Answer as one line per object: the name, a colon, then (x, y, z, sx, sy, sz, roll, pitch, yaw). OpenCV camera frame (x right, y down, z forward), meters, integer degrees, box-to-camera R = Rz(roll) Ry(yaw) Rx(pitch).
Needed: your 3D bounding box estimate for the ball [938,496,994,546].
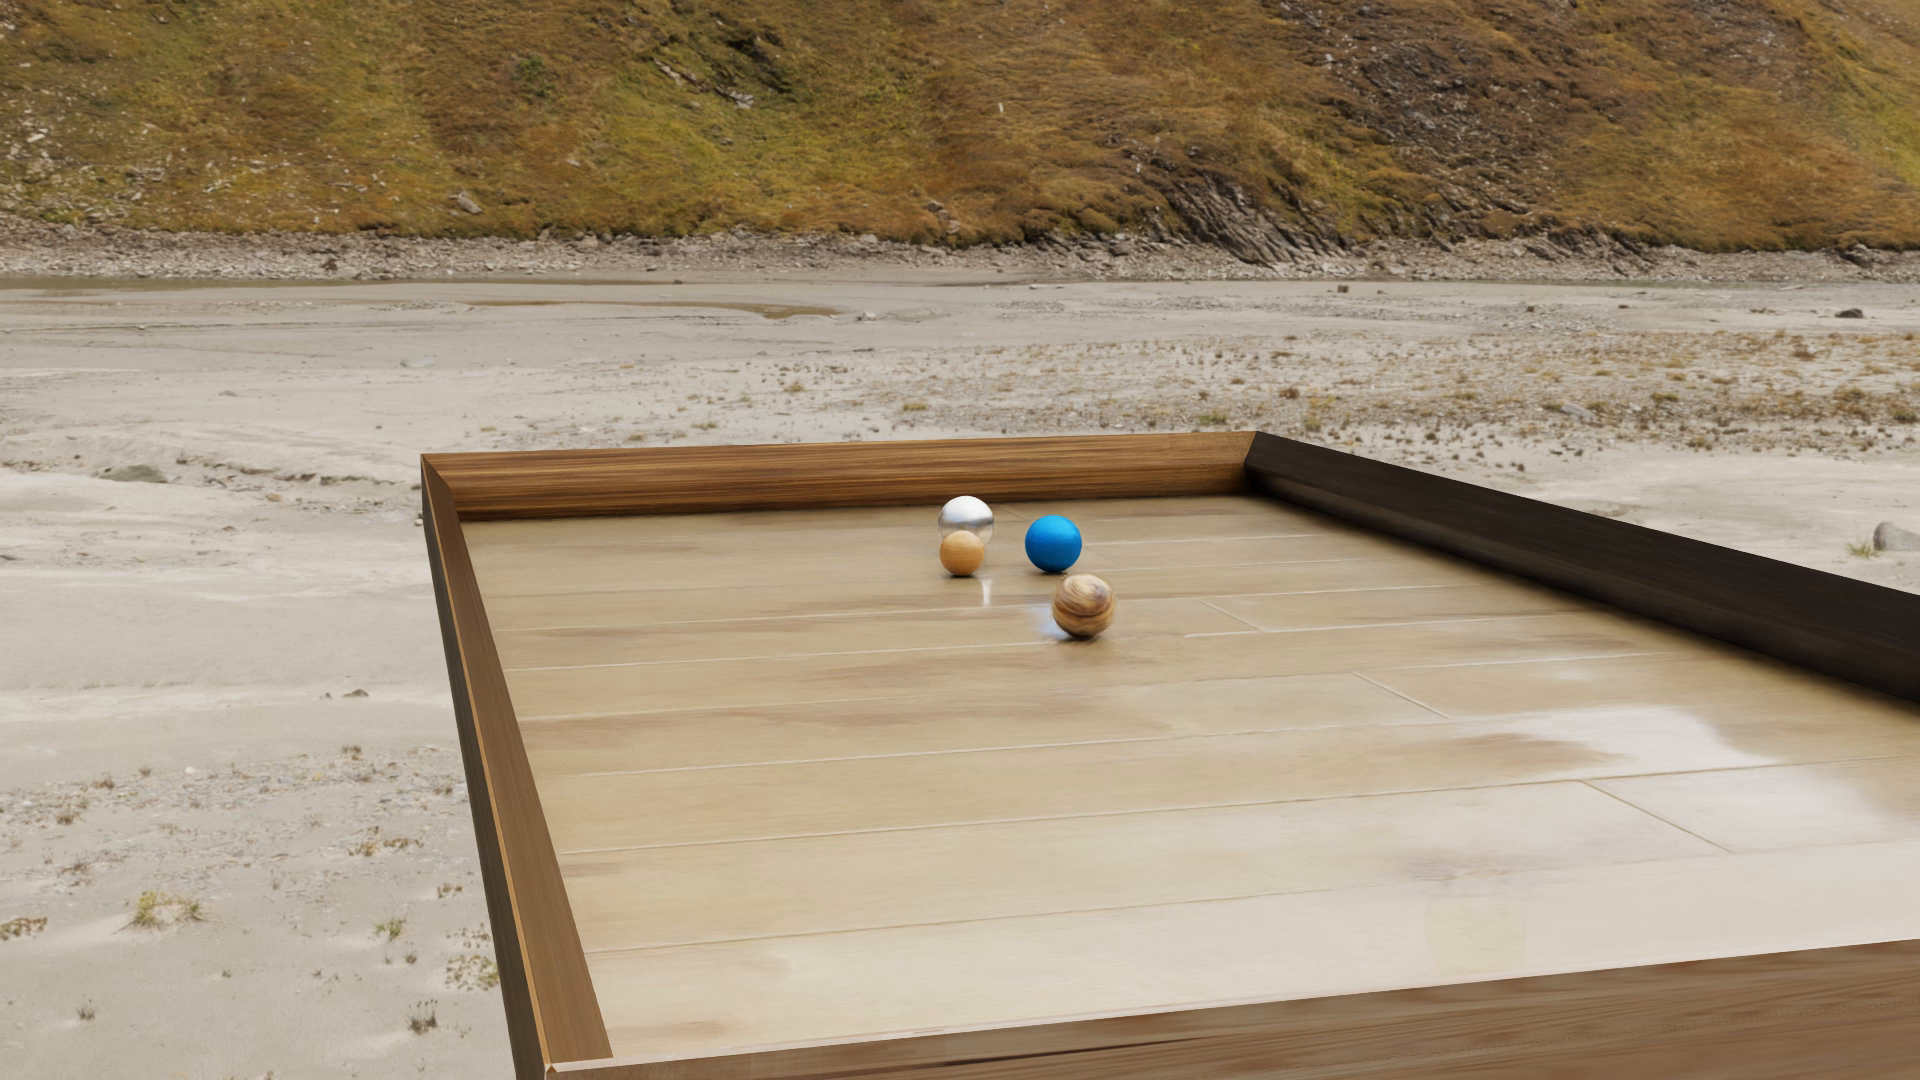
ball: (0.009, -0.024, 3.394, 0.088, 0.088, 0.088, 0, 9, 0)

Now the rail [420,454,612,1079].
rail: (-0.534, 0.110, 2.406, 0.045, 0.114, 2.791, -2, 9, -15)

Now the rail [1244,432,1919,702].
rail: (0.892, 0.054, 2.780, 0.045, 0.114, 2.791, -2, 9, -15)

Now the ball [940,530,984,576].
ball: (0.003, 0.019, 3.181, 0.066, 0.066, 0.066, 0, 9, 0)

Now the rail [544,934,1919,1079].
rail: (0.531, 0.278, 1.281, 1.523, 0.114, 0.045, -2, 9, -15)

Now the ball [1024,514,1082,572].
ball: (0.136, 0.005, 3.212, 0.084, 0.084, 0.084, 0, 9, 0)

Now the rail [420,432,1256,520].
rail: (-0.173, -0.115, 3.904, 1.523, 0.114, 0.045, -2, 9, -15)

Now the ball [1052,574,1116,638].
ball: (0.153, 0.082, 2.717, 0.080, 0.080, 0.080, 0, 9, 0)
